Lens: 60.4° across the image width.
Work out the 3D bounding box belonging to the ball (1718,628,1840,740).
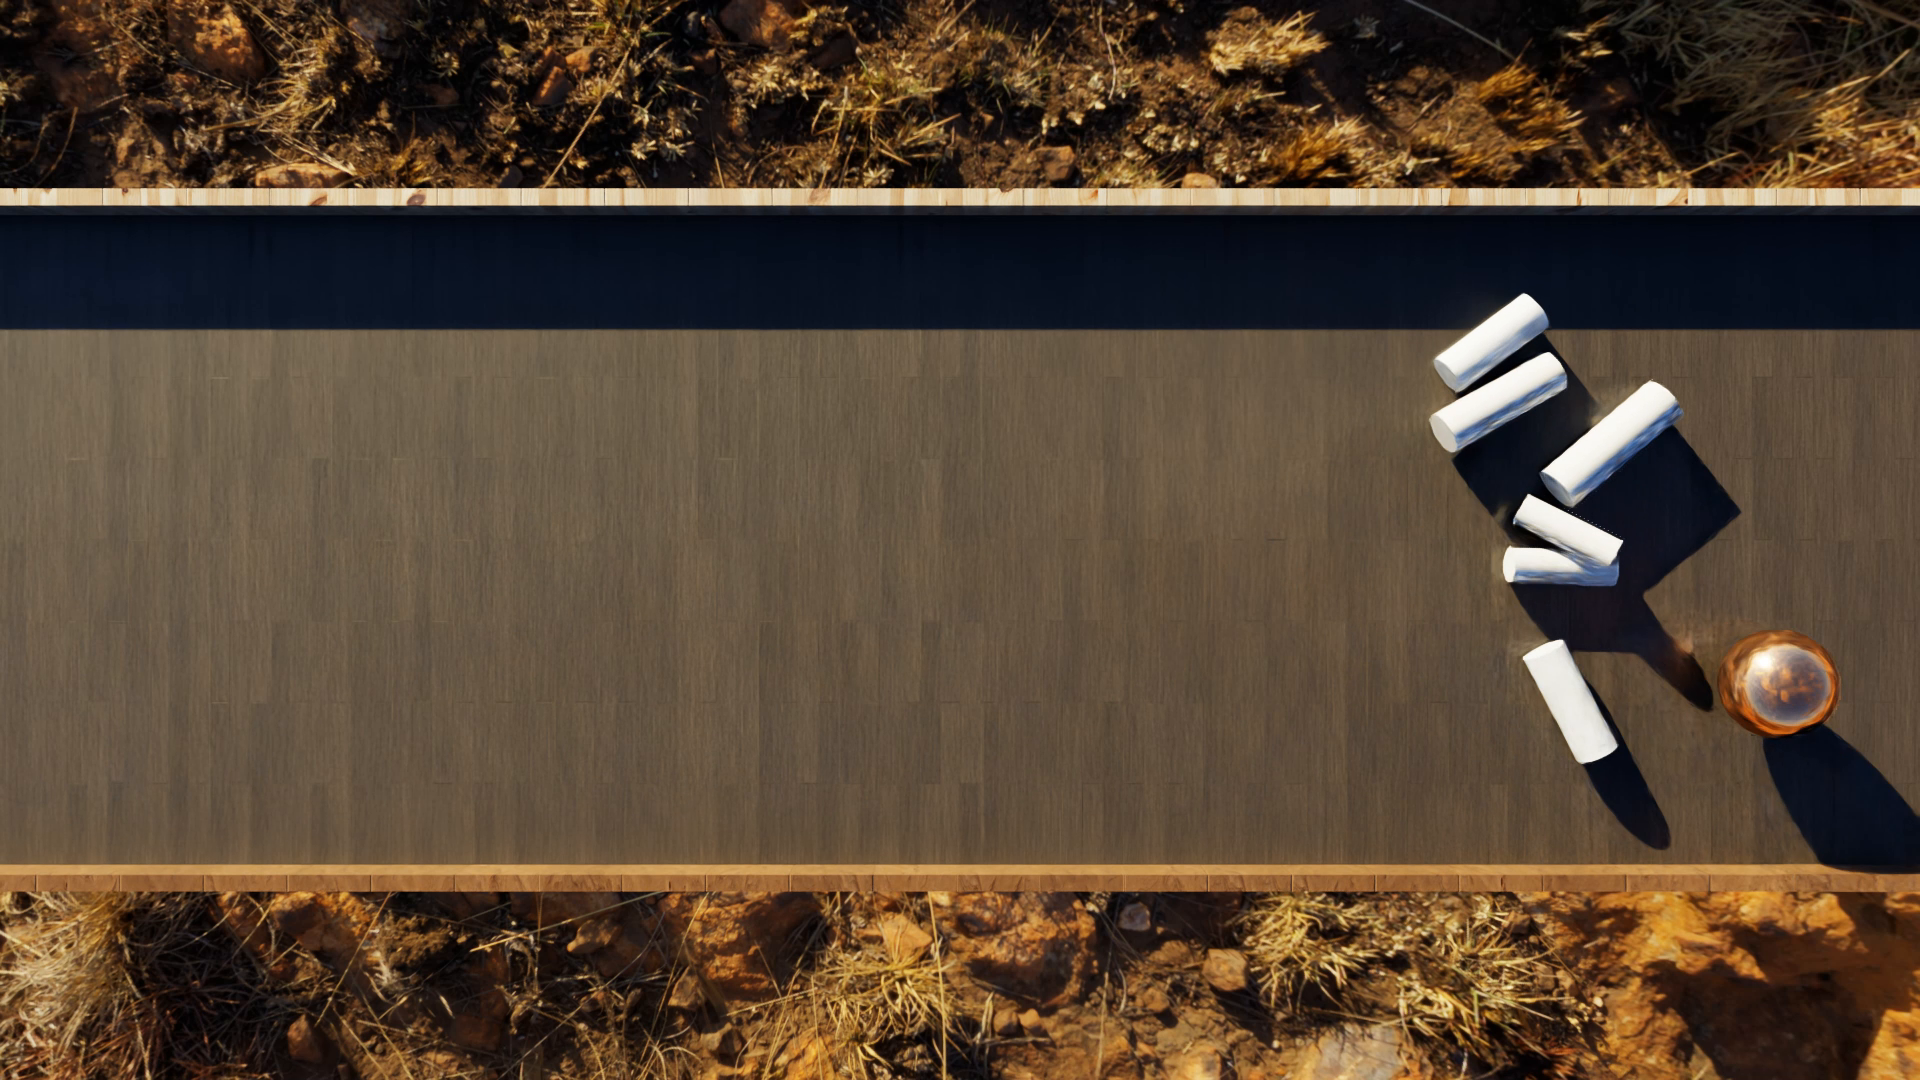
[{"bbox_3d":[2.409,0.424,4.860,0.324,0.324,0.324,0,90,0],"label":"ball"}]

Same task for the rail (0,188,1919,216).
[{"bbox_3d":[-2.247,-1.025,5.002,12.000,0.150,0.050,0,90,0],"label":"rail"}]

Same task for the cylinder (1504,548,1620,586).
[{"bbox_3d":[1.830,0.081,5.022,0.314,0.109,0.109,2,90,0],"label":"cylinder"}]

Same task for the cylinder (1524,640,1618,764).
[{"bbox_3d":[1.856,0.491,5.012,0.130,0.130,0.354,-28,90,0],"label":"cylinder"}]

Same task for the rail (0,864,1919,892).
[{"bbox_3d":[-2.247,1.025,5.001,12.000,0.150,0.050,0,90,0],"label":"rail"}]

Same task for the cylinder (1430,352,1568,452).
[{"bbox_3d":[1.630,-0.418,4.993,0.397,0.133,0.133,-29,90,-5],"label":"cylinder"}]

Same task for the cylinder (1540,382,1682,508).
[{"bbox_3d":[1.974,-0.290,5.005,0.425,0.143,0.143,-40,90,0],"label":"cylinder"}]

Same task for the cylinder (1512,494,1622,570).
[{"bbox_3d":[1.830,-0.024,4.971,0.302,0.100,0.100,30,90,20],"label":"cylinder"}]

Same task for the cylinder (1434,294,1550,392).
[{"bbox_3d":[1.614,-0.597,5.013,0.330,0.128,0.128,-37,90,0],"label":"cylinder"}]
